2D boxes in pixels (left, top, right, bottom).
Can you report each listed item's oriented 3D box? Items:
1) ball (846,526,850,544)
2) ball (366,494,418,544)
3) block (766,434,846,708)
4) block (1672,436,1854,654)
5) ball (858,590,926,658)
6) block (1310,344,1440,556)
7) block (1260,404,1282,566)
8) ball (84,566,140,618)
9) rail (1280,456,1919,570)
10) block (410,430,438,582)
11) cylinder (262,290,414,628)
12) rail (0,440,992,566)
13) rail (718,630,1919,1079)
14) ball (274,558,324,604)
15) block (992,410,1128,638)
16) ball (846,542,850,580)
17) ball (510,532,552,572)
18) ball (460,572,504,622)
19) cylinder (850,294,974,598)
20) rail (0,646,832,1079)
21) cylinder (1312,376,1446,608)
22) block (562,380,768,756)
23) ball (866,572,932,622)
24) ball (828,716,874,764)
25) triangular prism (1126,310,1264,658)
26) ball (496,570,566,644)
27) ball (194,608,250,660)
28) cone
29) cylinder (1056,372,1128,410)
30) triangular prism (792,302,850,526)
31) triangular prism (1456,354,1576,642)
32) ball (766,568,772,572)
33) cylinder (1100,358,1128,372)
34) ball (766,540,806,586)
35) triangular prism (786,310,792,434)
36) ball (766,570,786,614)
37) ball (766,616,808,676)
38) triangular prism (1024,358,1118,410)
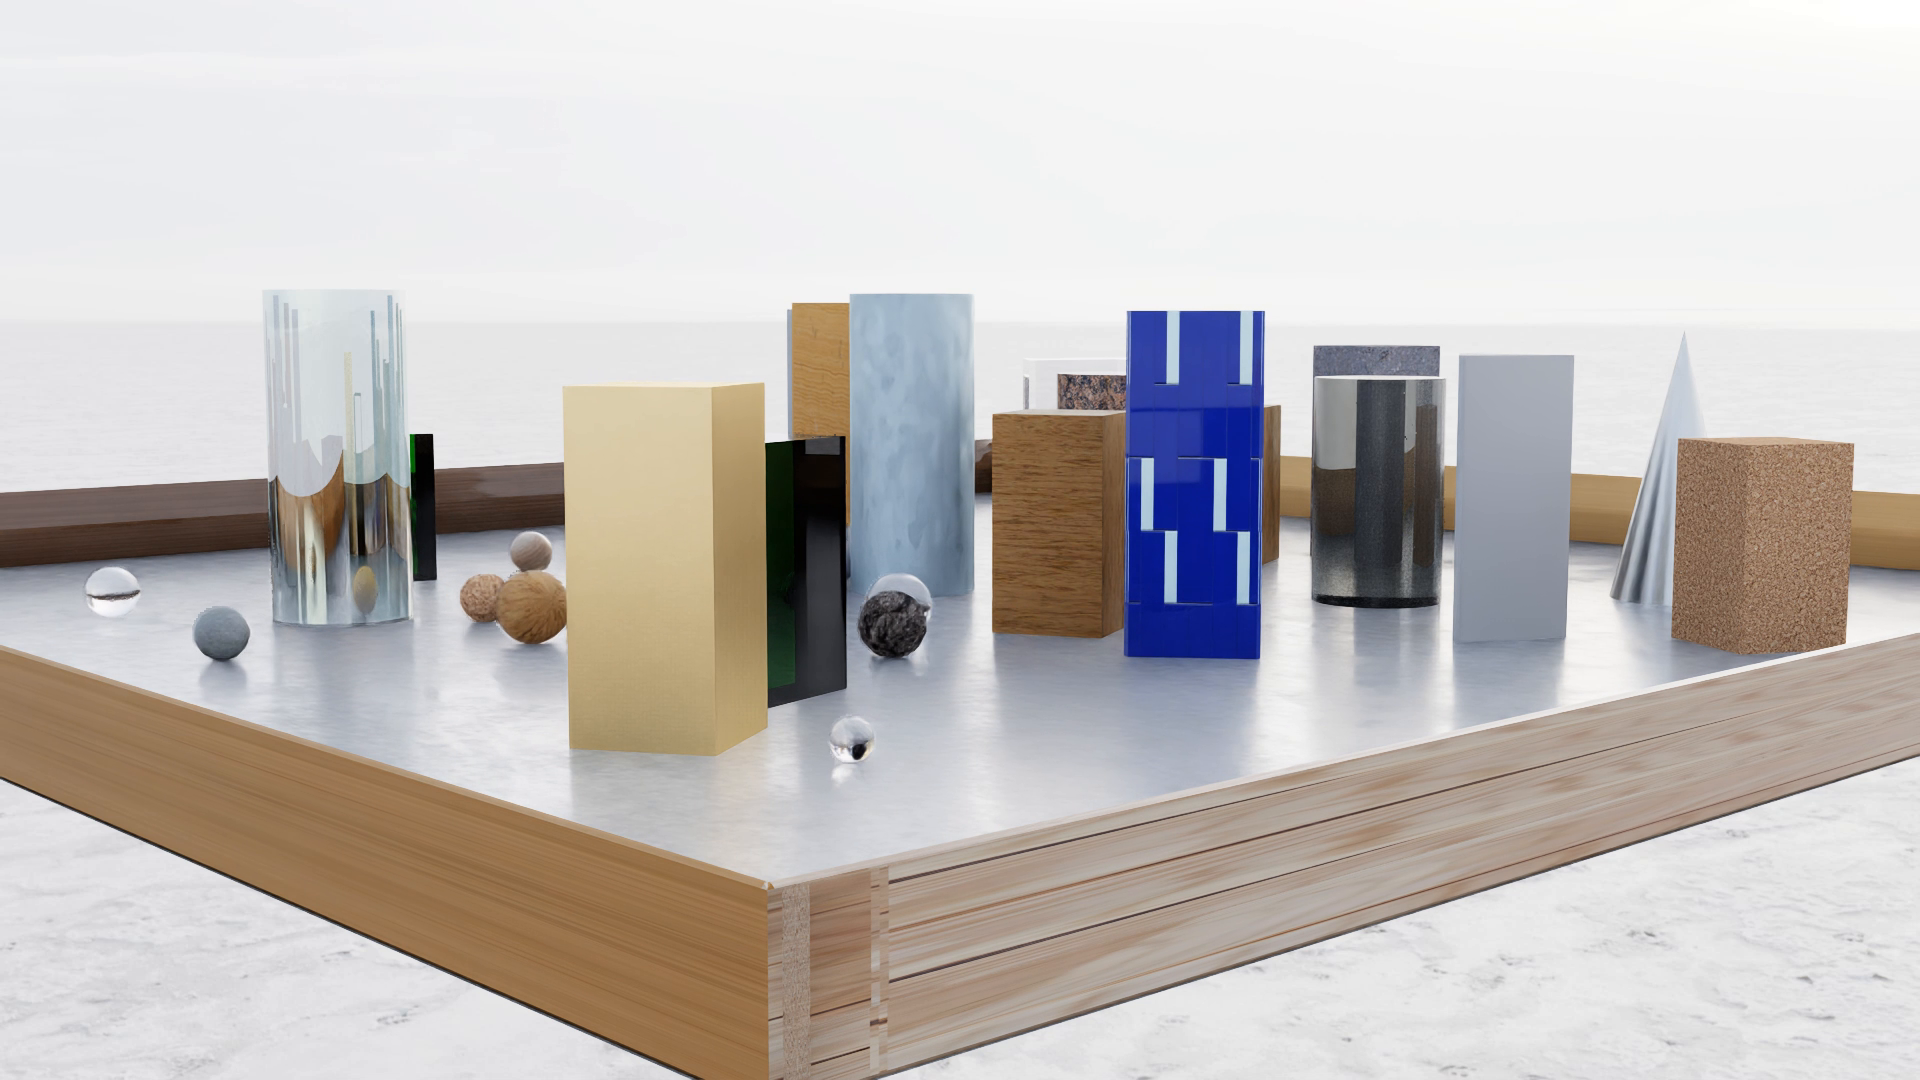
[{"bbox_3d":[-0.181,0.016,3.732,0.082,0.082,0.082,0,6,0],"label":"ball"},{"bbox_3d":[-1.092,-0.042,4.225,0.095,0.095,0.095,0,6,0],"label":"ball"},{"bbox_3d":[-0.243,0.030,2.560,0.158,0.299,0.158,4,7,32],"label":"block"},{"bbox_3d":[1.070,0.003,2.938,0.158,0.272,0.158,-2,6,-15],"label":"block"},{"bbox_3d":[-0.086,0.109,2.823,0.087,0.087,0.087,0,6,0],"label":"ball"},{"bbox_3d":[0.745,-0.158,3.955,0.158,0.382,0.158,-3,7,-29],"label":"block"},{"bbox_3d":[0.472,-0.101,3.914,0.158,0.276,0.158,2,6,23],"label":"block"},{"bbox_3d":[-1.229,0.076,3.189,0.075,0.075,0.075,0,6,0],"label":"ball"},{"bbox_3d":[1.100,-0.072,4.341,0.045,0.129,2.982,-5,8,-42],"label":"rail"},{"bbox_3d":[-0.976,-0.058,3.662,0.158,0.243,0.158,-4,7,-31],"label":"block"},{"bbox_3d":[-0.895,-0.122,3.169,0.198,0.474,0.198,0,6,0],"label":"cylinder"},{"bbox_3d":[-0.995,-0.078,4.404,3.040,0.129,0.045,-5,8,-42],"label":"rail"},{"bbox_3d":[0.995,0.145,2.259,3.040,0.129,0.045,-5,8,-42],"label":"rail"},{"bbox_3d":[-1.003,0.062,3.338,0.072,0.072,0.072,0,6,0],"label":"ball"},{"bbox_3d":[0.146,-0.027,3.081,0.158,0.303,0.158,2,6,20],"label":"block"},{"bbox_3d":[-0.209,0.035,3.556,0.080,0.080,0.080,0,6,0],"label":"ball"},{"bbox_3d":[-0.726,0.022,3.728,0.071,0.071,0.071,0,6,0],"label":"ball"},{"bbox_3d":[-0.680,0.083,3.153,0.071,0.071,0.071,0,6,0],"label":"ball"},{"bbox_3d":[-0.076,-0.155,3.496,0.198,0.471,0.198,0,6,0],"label":"cylinder"},{"bbox_3d":[-1.100,0.139,2.323,0.045,0.129,2.982,-5,8,-42],"label":"rail"},{"bbox_3d":[0.642,-0.078,3.377,0.198,0.343,0.198,0,6,0],"label":"cylinder"},{"bbox_3d":[-0.302,0.023,2.280,0.158,0.369,0.158,1,6,14],"label":"block"},{"bbox_3d":[-0.083,0.089,2.997,0.090,0.090,0.090,0,6,0],"label":"ball"},{"bbox_3d":[-0.107,0.197,2.171,0.046,0.046,0.046,0,6,0],"label":"ball"},{"bbox_3d":[0.308,-0.077,2.882,0.172,0.445,0.149,1,6,7],"label":"triangular prism"},{"bbox_3d":[-0.572,0.090,2.946,0.099,0.099,0.099,0,6,0],"label":"ball"},{"bbox_3d":[-0.942,0.120,2.807,0.068,0.068,0.068,0,6,0],"label":"ball"},{"bbox_3d":[1.112,-0.116,3.397,0.198,0.415,0.198,0,6,0],"label":"cone"},{"bbox_3d":[0.248,-0.085,3.423,0.198,0.348,0.198,0,6,0],"label":"cylinder"},{"bbox_3d":[-0.188,-0.184,3.837,0.172,0.458,0.149,1,6,13],"label":"triangular prism"},{"bbox_3d":[0.728,-0.064,3.040,0.172,0.385,0.149,-2,6,-17],"label":"triangular prism"},{"bbox_3d":[-0.305,0.070,3.303,0.064,0.064,0.064,0,6,0],"label":"ball"},{"bbox_3d":[0.298,-0.186,4.378,0.198,0.350,0.198,0,6,0],"label":"cylinder"},{"bbox_3d":[-0.287,0.037,3.558,0.076,0.076,0.076,0,6,0],"label":"ball"},{"bbox_3d":[-0.210,-0.208,4.123,0.172,0.447,0.149,4,7,33],"label":"triangular prism"},{"bbox_3d":[-0.288,0.077,3.225,0.066,0.066,0.066,0,6,0],"label":"ball"},{"bbox_3d":[-0.223,0.129,2.694,0.072,0.072,0.072,0,6,0],"label":"ball"},{"bbox_3d":[0.150,-0.123,3.706,0.172,0.364,0.149,-4,7,-32],"label":"triangular prism"}]
